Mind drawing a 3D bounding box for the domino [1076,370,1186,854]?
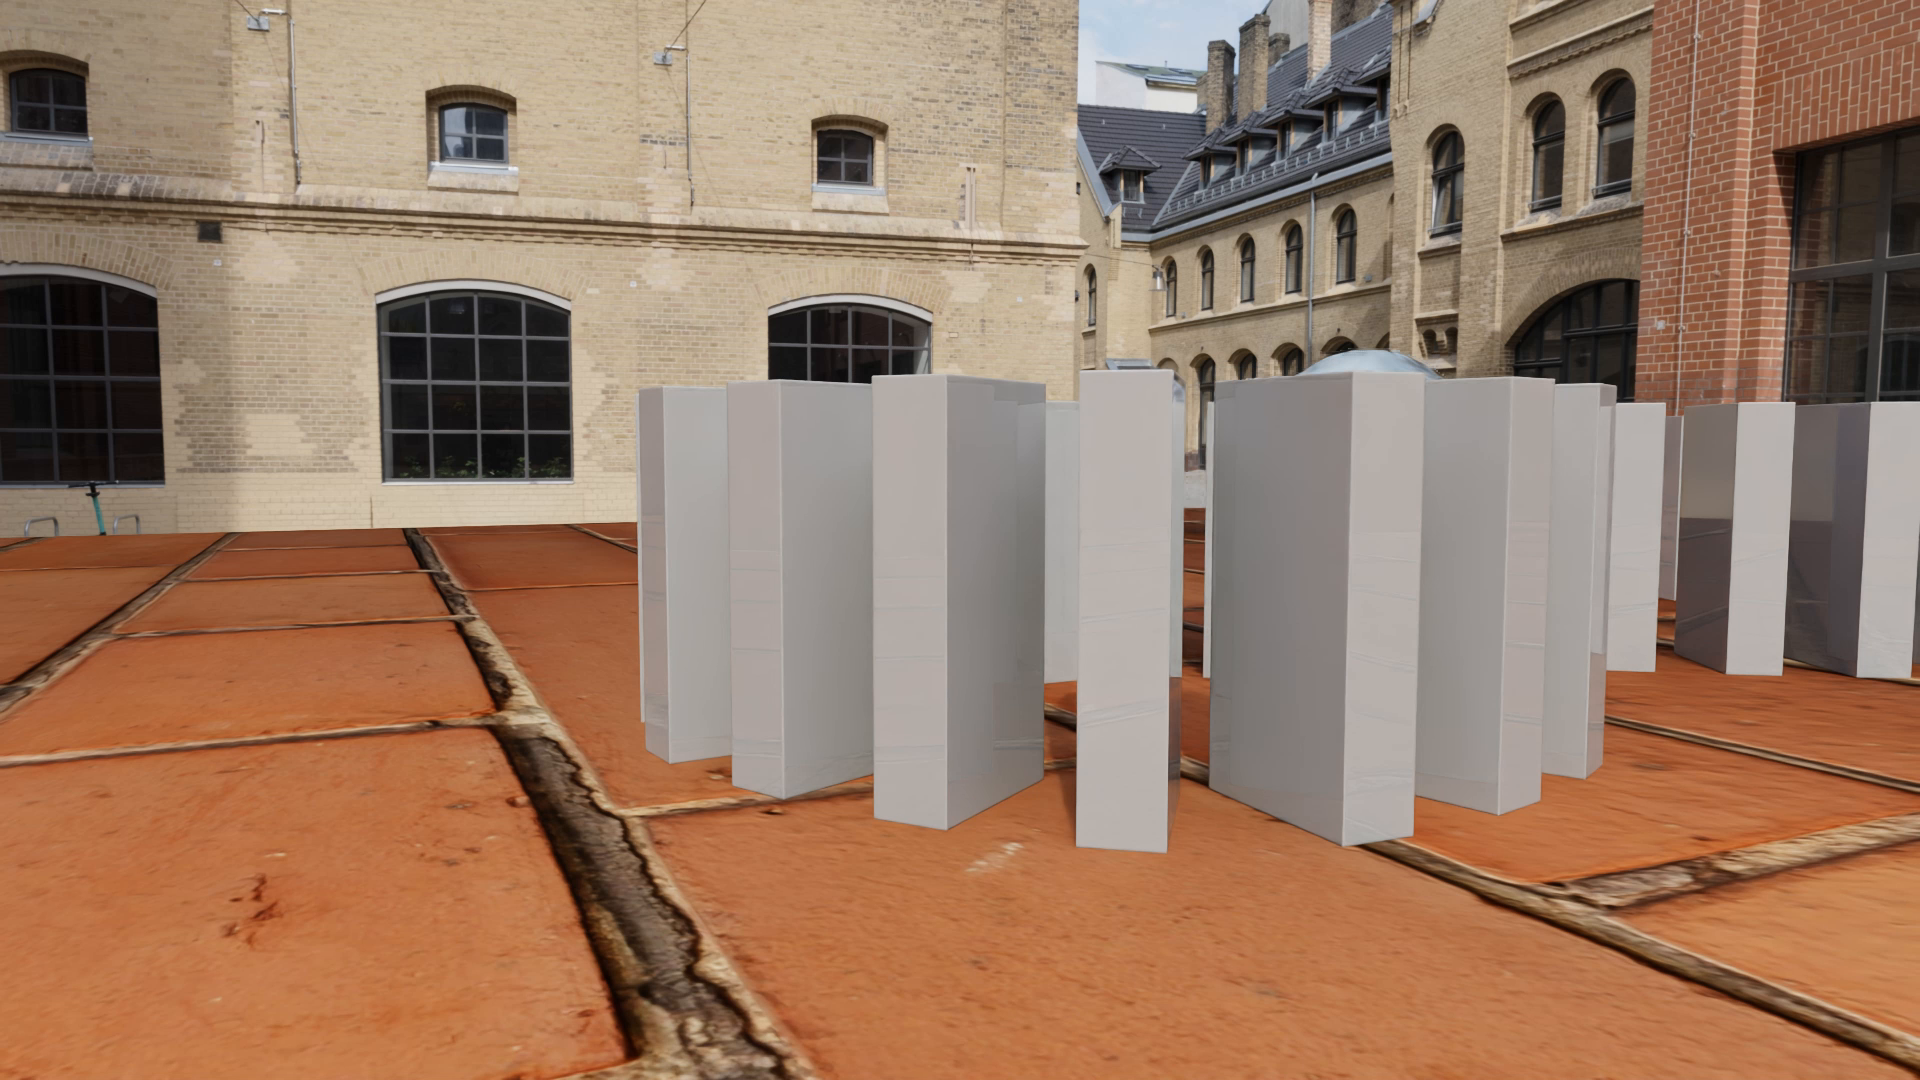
[{"bbox_3d":[0.020,0.007,0.145,0.010,0.050,0.025,1,4,13],"label":"domino"}]

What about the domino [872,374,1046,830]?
[{"bbox_3d":[0.000,0.006,0.152,0.009,0.050,0.025,2,5,29],"label":"domino"}]

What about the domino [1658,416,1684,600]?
[{"bbox_3d":[0.205,-0.009,0.355,0.025,0.050,0.009,-1,4,-16],"label":"domino"}]

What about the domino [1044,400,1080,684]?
[{"bbox_3d":[0.012,0.000,0.238,0.010,0.050,0.025,-2,5,-27],"label":"domino"}]

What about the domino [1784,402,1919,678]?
[{"bbox_3d":[0.169,-0.001,0.244,0.009,0.050,0.025,0,4,3],"label":"domino"}]

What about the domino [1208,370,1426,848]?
[{"bbox_3d":[0.040,0.007,0.147,0.009,0.050,0.025,-2,5,-23],"label":"domino"}]

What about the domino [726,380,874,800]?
[{"bbox_3d":[-0.017,0.005,0.164,0.009,0.050,0.025,4,6,40],"label":"domino"}]

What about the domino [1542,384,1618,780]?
[{"bbox_3d":[0.072,0.005,0.172,0.025,0.050,0.009,3,5,38],"label":"domino"}]

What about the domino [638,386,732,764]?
[{"bbox_3d":[-0.031,0.004,0.179,0.025,0.050,0.009,-3,5,-33],"label":"domino"}]

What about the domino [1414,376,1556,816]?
[{"bbox_3d":[0.058,0.006,0.158,0.009,0.050,0.025,-3,5,-38],"label":"domino"}]

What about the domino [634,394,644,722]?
[{"bbox_3d":[-0.036,0.003,0.199,0.025,0.050,0.009,0,4,0],"label":"domino"}]

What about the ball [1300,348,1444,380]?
[{"bbox_3d":[0.162,-0.036,0.512,0.080,0.080,0.080,0,4,0],"label":"ball"}]

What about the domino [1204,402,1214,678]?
[{"bbox_3d":[0.052,-0.001,0.242,0.009,0.050,0.025,1,4,16],"label":"domino"}]

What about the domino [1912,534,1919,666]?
[{"bbox_3d":[0.189,-0.001,0.245,0.010,0.050,0.025,-1,4,-13],"label":"domino"}]

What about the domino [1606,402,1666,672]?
[{"bbox_3d":[0.128,-0.001,0.250,0.009,0.050,0.025,1,4,13],"label":"domino"}]

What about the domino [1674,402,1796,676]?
[{"bbox_3d":[0.148,-0.001,0.246,0.009,0.050,0.025,1,4,9],"label":"domino"}]
